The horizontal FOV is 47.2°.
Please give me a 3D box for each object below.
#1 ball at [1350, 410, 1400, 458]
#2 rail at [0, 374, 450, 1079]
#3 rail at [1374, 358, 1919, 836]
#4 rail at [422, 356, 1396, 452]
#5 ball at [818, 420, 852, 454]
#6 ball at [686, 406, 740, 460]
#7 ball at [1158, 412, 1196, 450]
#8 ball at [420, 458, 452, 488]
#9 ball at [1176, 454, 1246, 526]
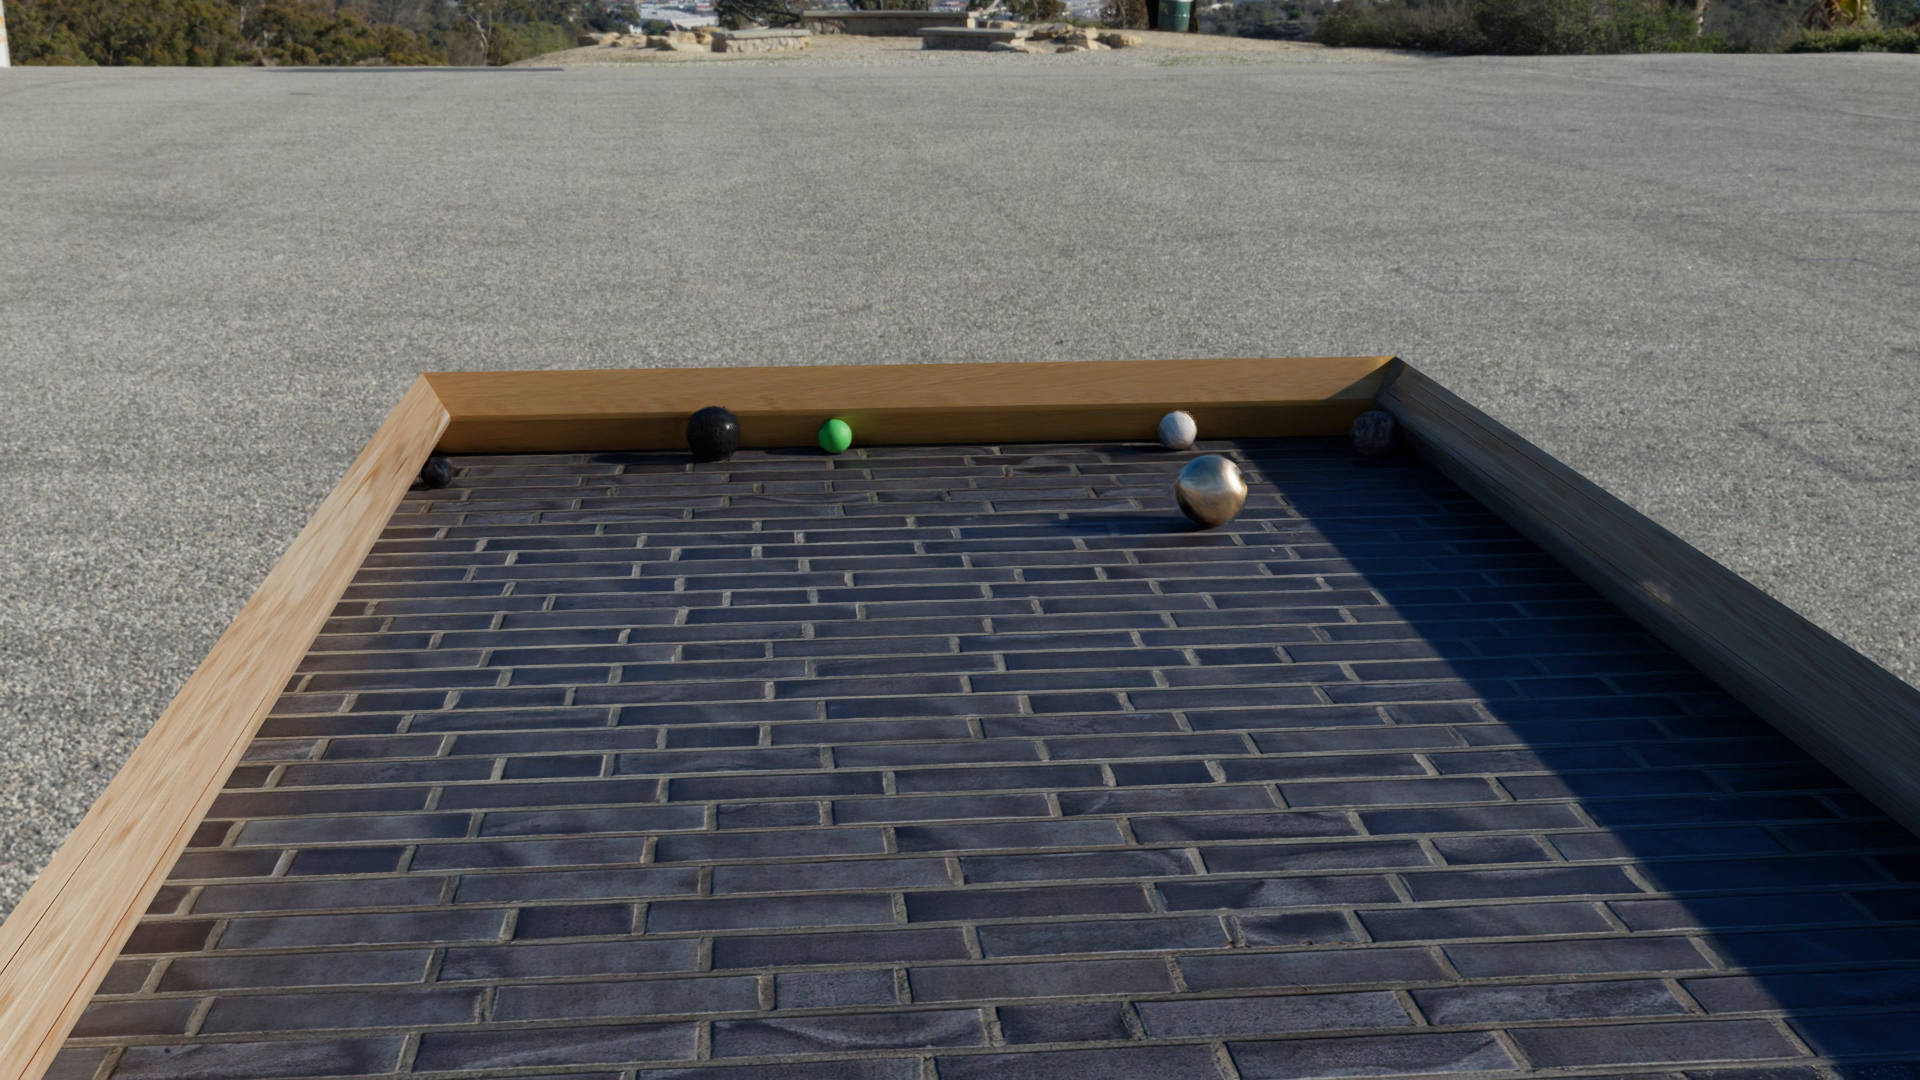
[{"bbox_3d":[0.614,-0.157,3.257,0.072,0.072,0.072,0,15,0],"label":"ball"},{"bbox_3d":[-0.650,0.169,1.961,0.045,0.121,2.746,-1,15,-5],"label":"rail"},{"bbox_3d":[0.777,0.134,2.089,0.045,0.121,2.746,-1,15,-5],"label":"rail"},{"bbox_3d":[-0.061,-0.201,3.322,1.480,0.121,0.045,-1,15,-5],"label":"rail"},{"bbox_3d":[-0.187,-0.155,3.291,0.051,0.051,0.051,0,15,0],"label":"ball"},{"bbox_3d":[-0.364,-0.158,3.244,0.080,0.080,0.080,0,15,0],"label":"ball"},{"bbox_3d":[0.327,-0.164,3.309,0.058,0.058,0.058,0,15,0],"label":"ball"},{"bbox_3d":[-0.733,-0.094,3.080,0.044,0.044,0.044,0,15,0],"label":"ball"},{"bbox_3d":[0.328,-0.065,2.878,0.093,0.093,0.093,0,15,0],"label":"ball"}]
